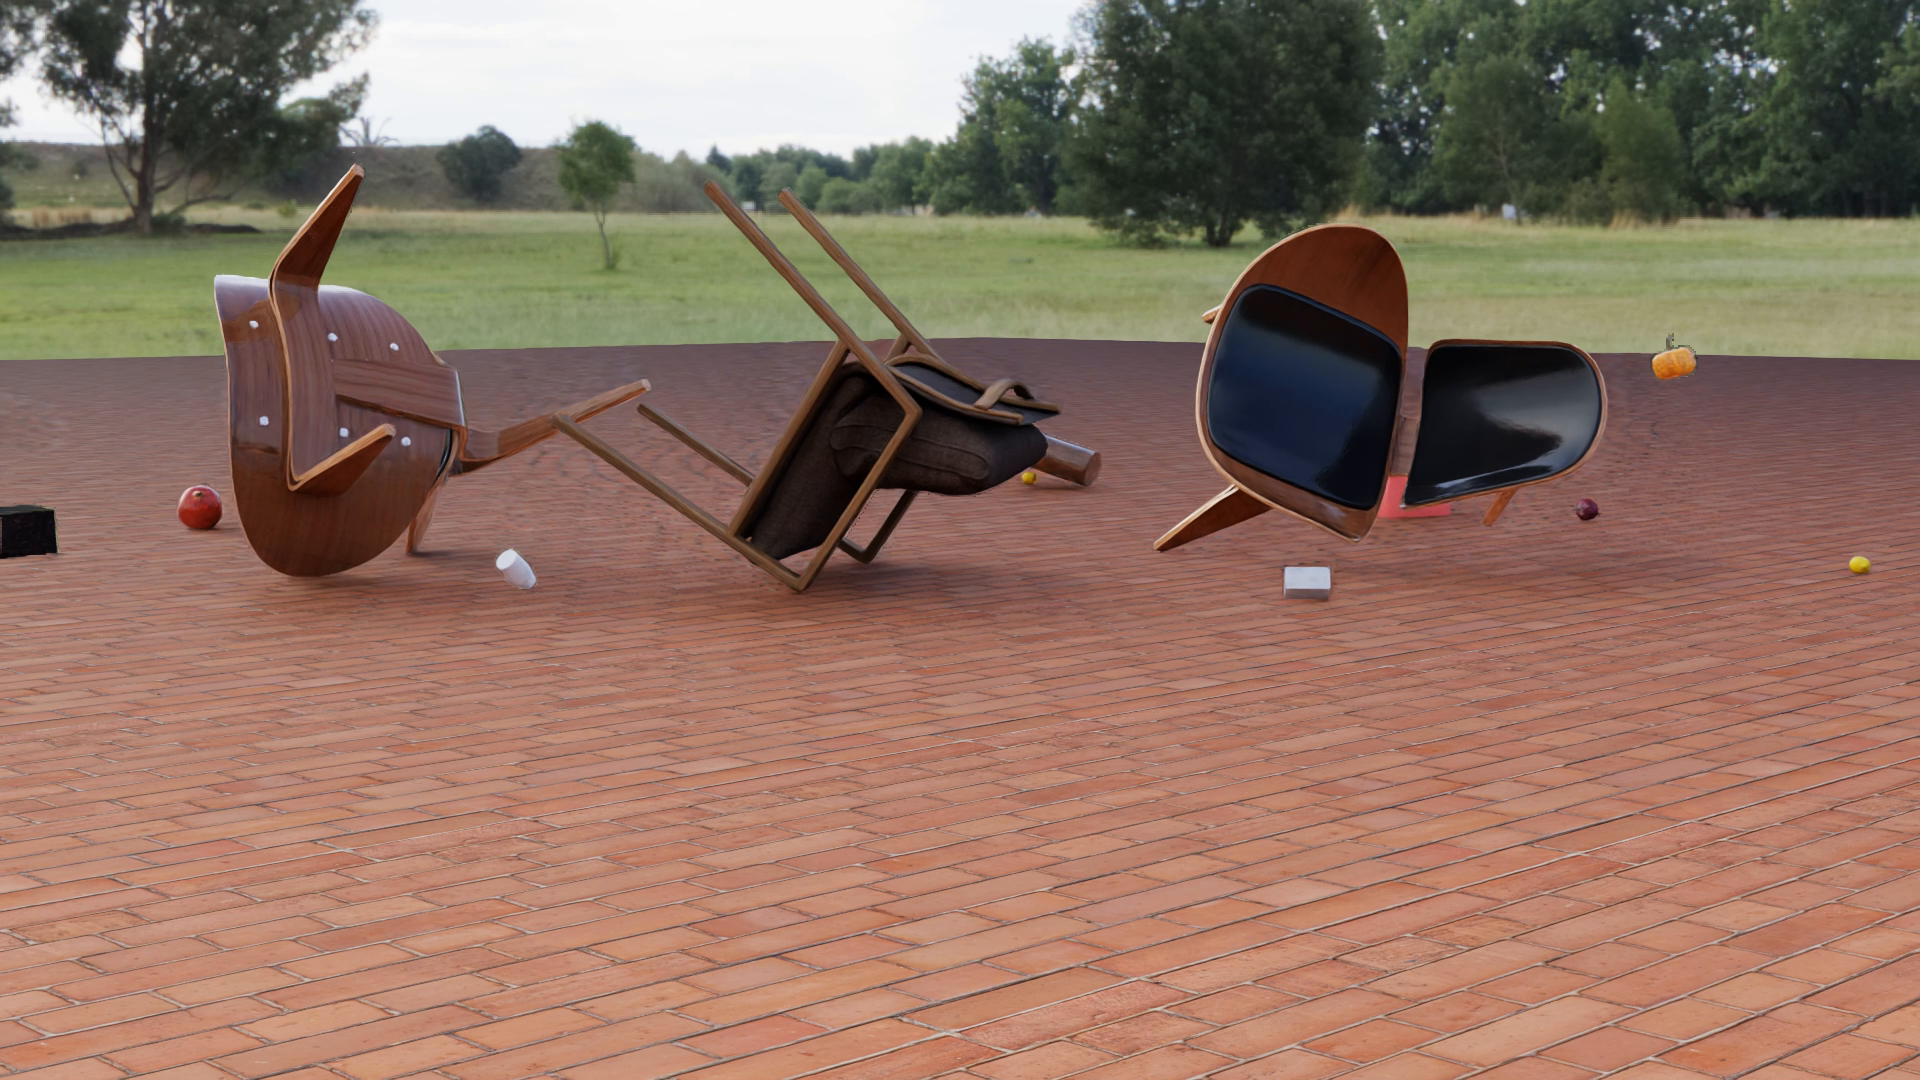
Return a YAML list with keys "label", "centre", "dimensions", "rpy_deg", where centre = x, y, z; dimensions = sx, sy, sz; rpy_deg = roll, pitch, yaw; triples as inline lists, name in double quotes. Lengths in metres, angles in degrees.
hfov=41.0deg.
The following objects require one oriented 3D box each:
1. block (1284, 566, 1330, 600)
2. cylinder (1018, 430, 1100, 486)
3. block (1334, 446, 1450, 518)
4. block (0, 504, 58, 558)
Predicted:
- label: "block"
  centre: [0.707, 0.088, 5.227]
  dimensions: [0.090, 0.051, 0.043]
  rpy_deg: [1, -32, 3]
- label: "cylinder"
  centre: [0.311, -0.255, 8.039]
  dimensions: [0.225, 0.112, 0.163]
  rpy_deg: [19, 5, 16]
- label: "block"
  centre: [1.202, -0.164, 7.143]
  dimensions: [0.199, 0.176, 0.276]
  rpy_deg: [-3, 6, -24]
- label: "block"
  centre: [-2.246, -0.020, 6.084]
  dimensions: [0.144, 0.102, 0.172]
  rpy_deg: [-8, 9, -38]
